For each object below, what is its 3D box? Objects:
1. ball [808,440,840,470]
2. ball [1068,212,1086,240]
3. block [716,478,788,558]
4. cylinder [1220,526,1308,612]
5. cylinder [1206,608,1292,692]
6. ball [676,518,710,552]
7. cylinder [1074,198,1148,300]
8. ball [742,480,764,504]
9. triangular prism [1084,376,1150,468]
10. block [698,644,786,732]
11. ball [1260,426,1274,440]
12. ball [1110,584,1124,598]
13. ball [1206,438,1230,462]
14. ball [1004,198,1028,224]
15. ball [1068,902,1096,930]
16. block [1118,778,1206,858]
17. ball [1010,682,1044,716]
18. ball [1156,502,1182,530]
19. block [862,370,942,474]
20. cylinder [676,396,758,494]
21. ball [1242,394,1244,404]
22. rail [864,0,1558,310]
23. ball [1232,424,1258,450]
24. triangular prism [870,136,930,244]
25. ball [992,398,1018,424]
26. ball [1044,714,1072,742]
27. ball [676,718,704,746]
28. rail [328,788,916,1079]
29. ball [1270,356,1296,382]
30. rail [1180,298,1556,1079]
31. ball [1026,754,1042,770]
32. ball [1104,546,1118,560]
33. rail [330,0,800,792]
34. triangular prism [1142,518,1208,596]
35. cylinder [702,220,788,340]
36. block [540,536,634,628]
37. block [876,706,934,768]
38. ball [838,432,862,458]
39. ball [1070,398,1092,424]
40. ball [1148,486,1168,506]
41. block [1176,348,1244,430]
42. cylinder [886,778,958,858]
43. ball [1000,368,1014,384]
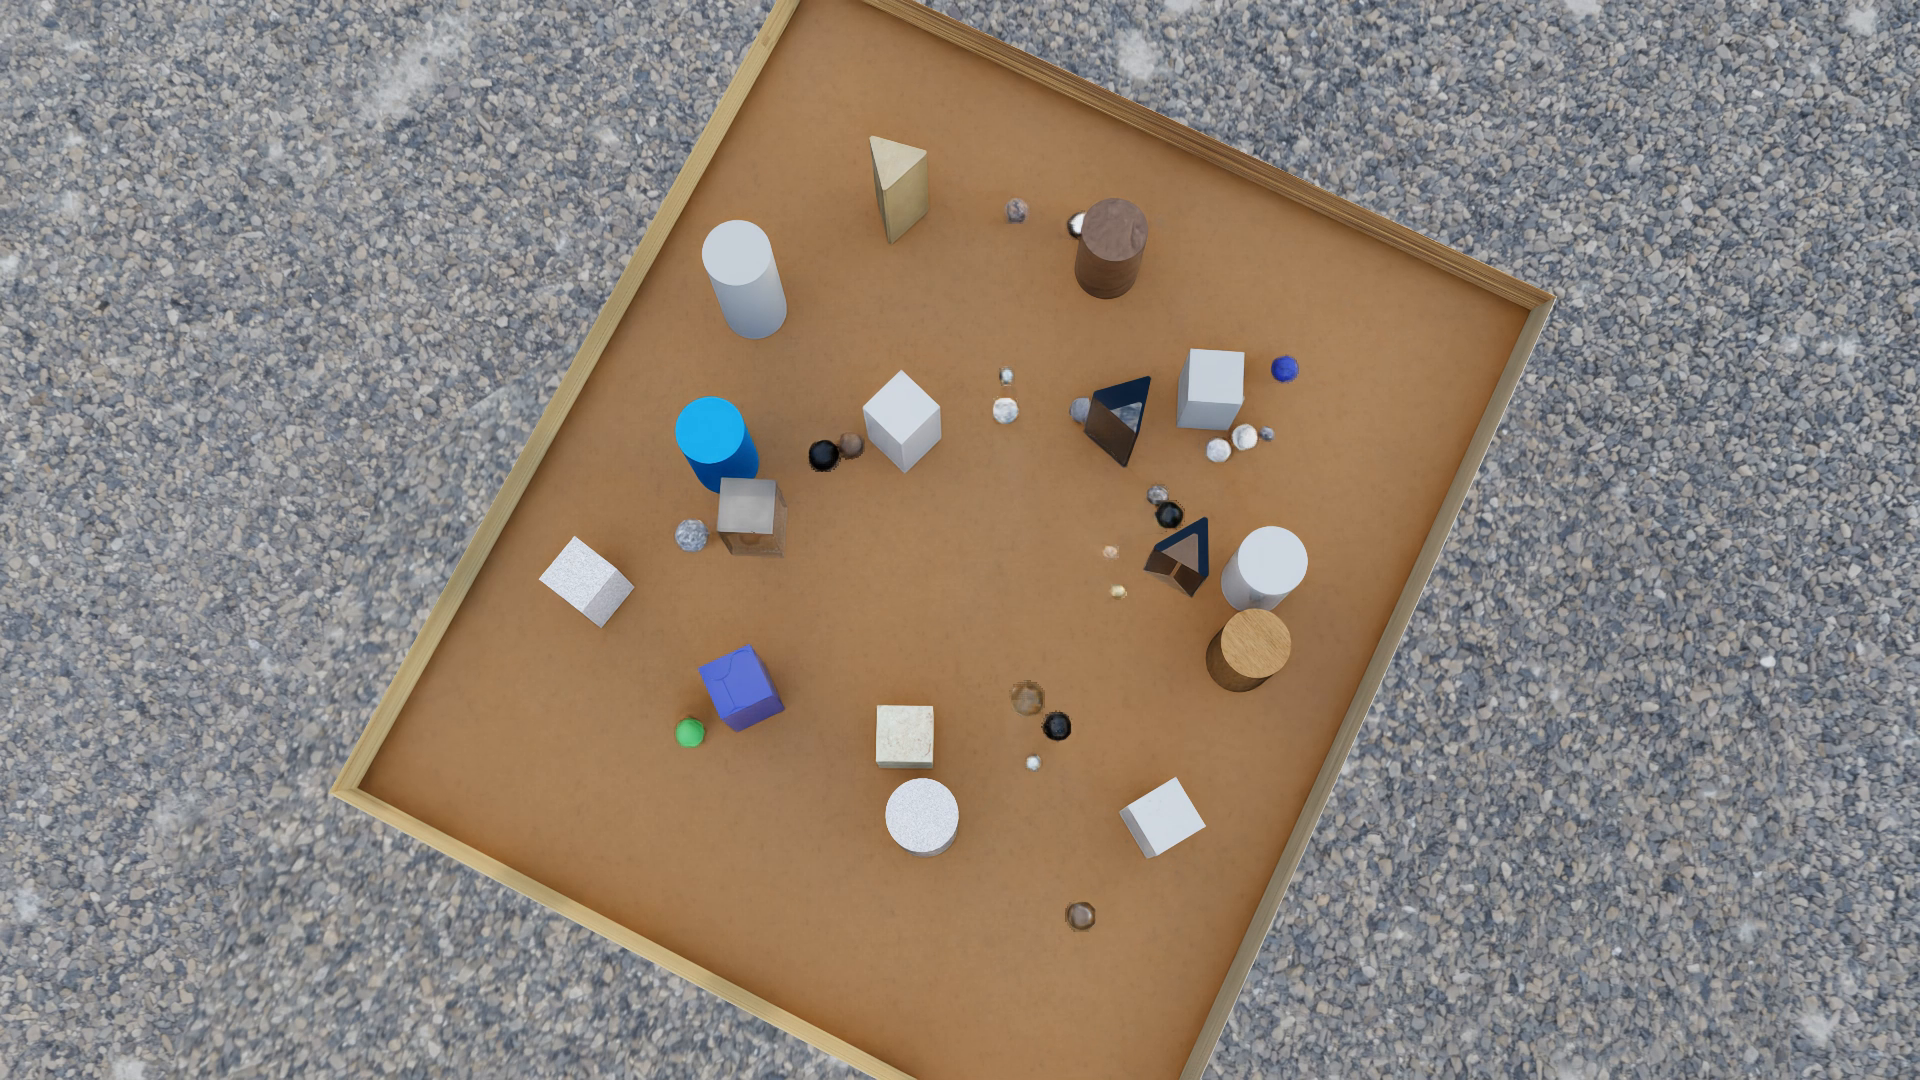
[{"bbox_3d":[-0.419,-0.261,5.622,0.095,0.095,0.095,0,78,0],"label":"ball"},{"bbox_3d":[0.382,-0.991,5.778,0.087,0.087,0.087,0,78,0],"label":"ball"},{"bbox_3d":[-0.614,-0.063,5.448,0.160,0.357,0.160,3,78,1],"label":"block"},{"bbox_3d":[0.895,0.094,5.417,0.200,0.352,0.200,0,78,0],"label":"cylinder"},{"bbox_3d":[0.842,0.327,5.378,0.200,0.335,0.200,0,78,0],"label":"cylinder"},{"bbox_3d":[-0.813,-0.015,5.569,0.100,0.100,0.100,0,78,0],"label":"ball"},{"bbox_3d":[0.462,-0.891,5.627,0.200,0.341,0.200,0,78,0],"label":"cylinder"},{"bbox_3d":[-0.632,-0.147,5.610,0.070,0.070,0.070,0,78,0],"label":"ball"},{"bbox_3d":[0.498,-0.377,5.486,0.173,0.409,0.150,43,81,8],"label":"triangular prism"},{"bbox_3d":[-0.632,0.436,5.336,0.160,0.373,0.160,-25,79,-5],"label":"block"},{"bbox_3d":[0.948,-0.330,5.663,0.042,0.042,0.042,0,78,0],"label":"ball"},{"bbox_3d":[0.478,0.156,5.561,0.046,0.046,0.046,0,78,0],"label":"ball"},{"bbox_3d":[0.795,-0.275,5.635,0.075,0.075,0.075,0,78,0],"label":"ball"},{"bbox_3d":[0.177,-1.041,5.793,0.078,0.078,0.078,0,78,0],"label":"ball"},{"bbox_3d":[0.355,1.097,5.347,0.084,0.084,0.084,0,78,0],"label":"ball"},{"bbox_3d":[0.580,0.806,5.295,0.160,0.303,0.160,-30,80,-6],"label":"block"},{"bbox_3d":[0.200,0.476,5.468,0.099,0.099,0.099,0,78,0],"label":"ball"},{"bbox_3d":[0.638,-0.075,5.590,0.083,0.083,0.083,0,78,0],"label":"ball"},{"bbox_3d":[-0.171,-0.351,5.508,0.160,0.355,0.160,44,82,8],"label":"block"},{"bbox_3d":[-0.722,-0.278,5.476,0.200,0.389,0.200,0,78,0],"label":"cylinder"},{"bbox_3d":[0.861,-0.438,5.684,0.045,0.045,0.045,0,78,0],"label":"ball"},{"bbox_3d":[0.661,-1.287,5.816,2.610,0.130,0.045,26,80,5],"label":"rail"},{"bbox_3d":[0.877,-0.316,5.642,0.079,0.079,0.079,0,78,0],"label":"ball"},{"bbox_3d":[-0.212,-1.094,5.618,0.173,0.442,0.150,-43,81,-8],"label":"triangular prism"},{"bbox_3d":[0.140,-0.400,5.658,0.081,0.081,0.081,0,78,0],"label":"ball"},{"bbox_3d":[0.291,0.558,5.459,0.083,0.083,0.083,0,78,0],"label":"ball"},{"bbox_3d":[-0.804,0.573,5.454,0.085,0.085,0.085,0,78,0],"label":"ball"},{"bbox_3d":[-0.661,1.300,5.280,2.610,0.130,0.045,26,80,5],"label":"rail"},{"bbox_3d":[1.004,-0.531,5.686,0.079,0.079,0.079,0,78,0],"label":"ball"},{"bbox_3d":[1.146,0.568,5.432,0.045,0.130,3.001,26,80,5],"label":"rail"},{"bbox_3d":[0.220,0.662,5.457,0.045,0.045,0.045,0,78,0],"label":"ball"},{"bbox_3d":[0.458,0.038,5.587,0.042,0.042,0.042,0,78,0],"label":"ball"},{"bbox_3d":[-1.146,-0.554,5.664,0.045,0.130,3.001,26,80,5],"label":"rail"},{"bbox_3d":[0.671,0.033,5.431,0.173,0.349,0.150,30,80,6],"label":"triangular prism"},{"bbox_3d":[-0.644,-0.778,5.524,0.200,0.497,0.200,0,78,0],"label":"cylinder"},{"bbox_3d":[-1.103,0.128,5.439,0.160,0.296,0.160,37,81,7],"label":"block"},{"bbox_3d":[-0.159,0.580,5.374,0.160,0.241,0.160,1,78,0],"label":"block"},{"bbox_3d":[-0.338,-0.293,5.637,0.078,0.078,0.078,0,78,0],"label":"ball"},{"bbox_3d":[0.378,-0.401,5.659,0.079,0.079,0.079,0,78,0],"label":"ball"},{"bbox_3d":[0.604,-0.137,5.613,0.062,0.062,0.062,0,78,0],"label":"ball"},{"bbox_3d":[0.757,-0.453,5.558,0.160,0.299,0.160,4,78,1],"label":"block"},{"bbox_3d":[-0.104,0.797,5.226,0.200,0.443,0.200,0,78,0],"label":"cylinder"},{"bbox_3d":[0.145,-0.509,5.698,0.046,0.046,0.046,0,78,0],"label":"ball"}]
